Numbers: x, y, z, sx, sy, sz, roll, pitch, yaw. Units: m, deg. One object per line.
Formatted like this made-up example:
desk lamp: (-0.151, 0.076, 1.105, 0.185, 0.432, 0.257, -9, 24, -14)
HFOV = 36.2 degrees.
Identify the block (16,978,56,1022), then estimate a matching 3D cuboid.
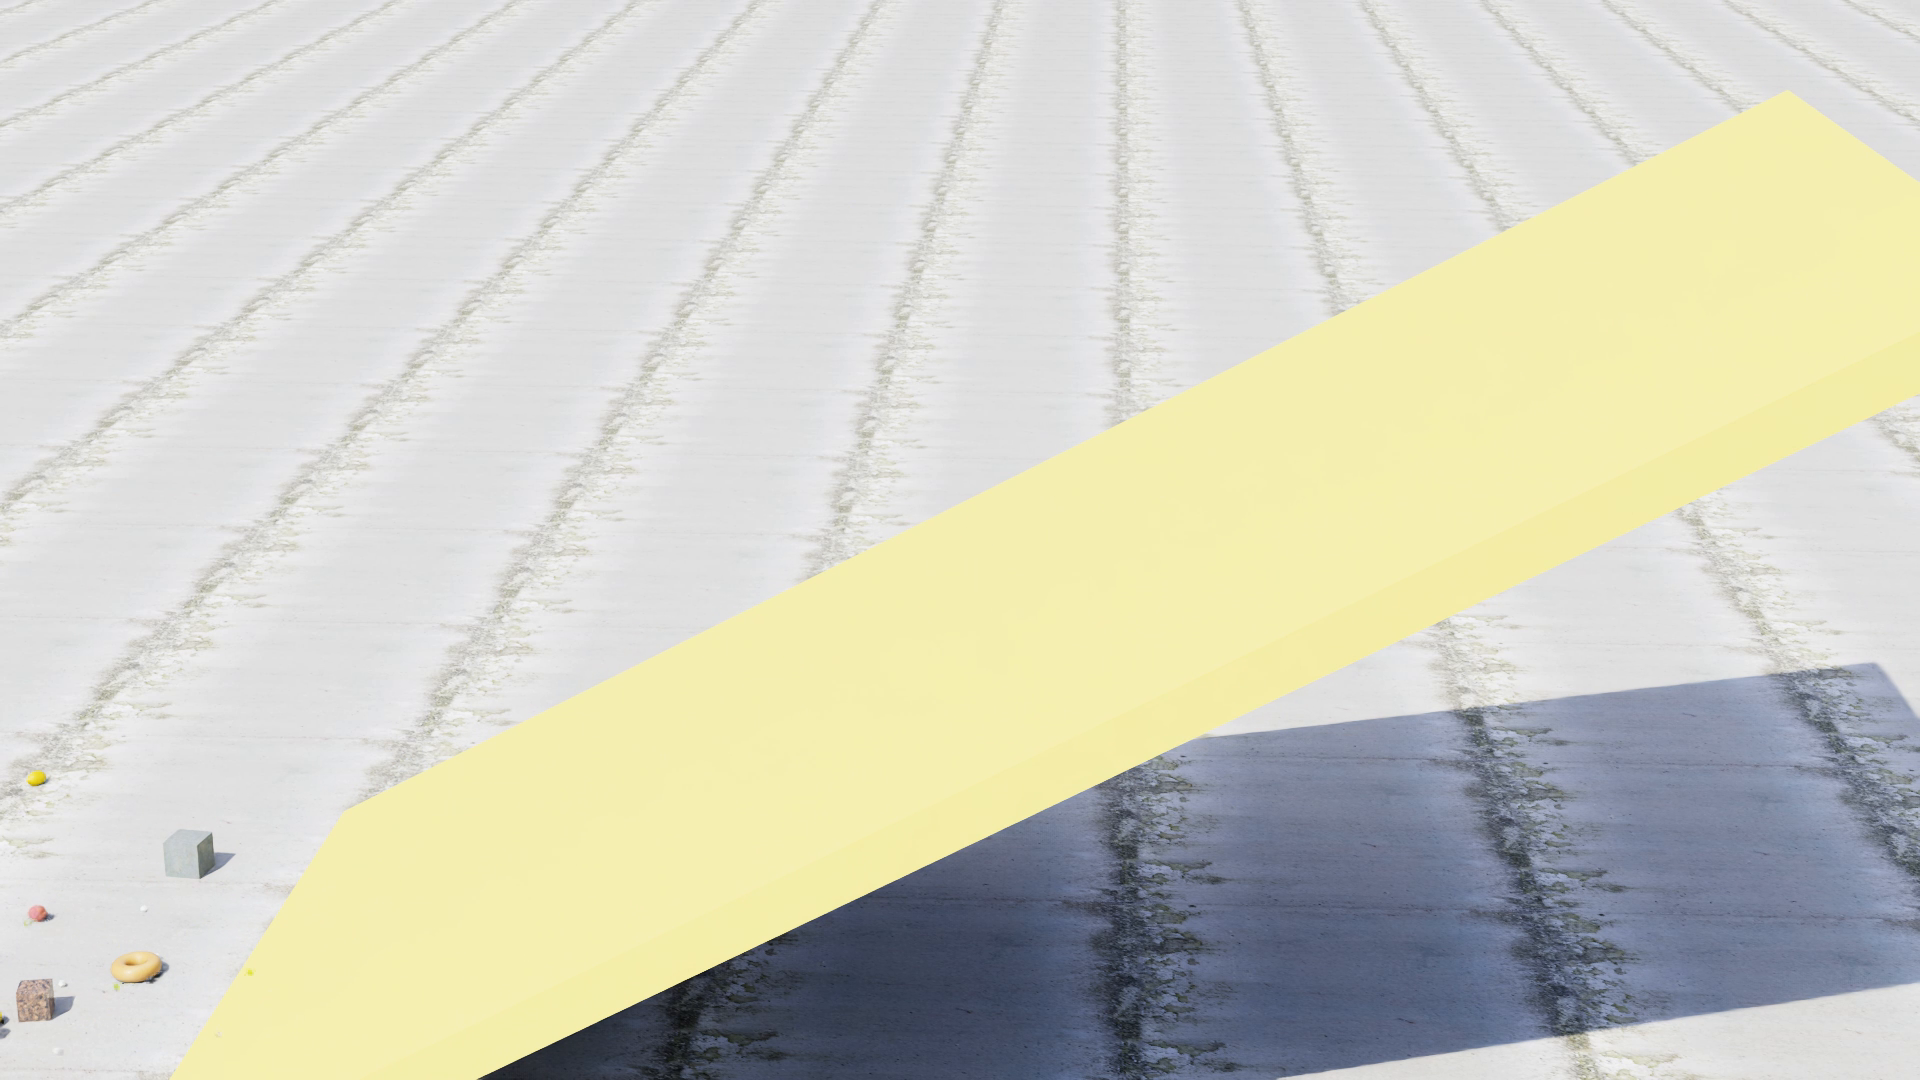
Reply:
block: (-2.097, 1.045, 6.673, 0.071, 0.071, 0.071, -3, 18, -8)

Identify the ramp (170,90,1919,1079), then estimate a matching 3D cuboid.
ramp: (0.141, 0.167, 6.281, 4.000, 0.100, 2.000, -26, 14, 11)

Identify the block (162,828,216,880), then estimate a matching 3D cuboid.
block: (-1.949, 0.794, 7.438, 0.091, 0.091, 0.091, 3, 18, 10)

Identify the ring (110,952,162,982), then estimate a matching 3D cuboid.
ring: (-1.926, 0.998, 6.877, 0.117, 0.039, 0.117, -1, 18, 0)
